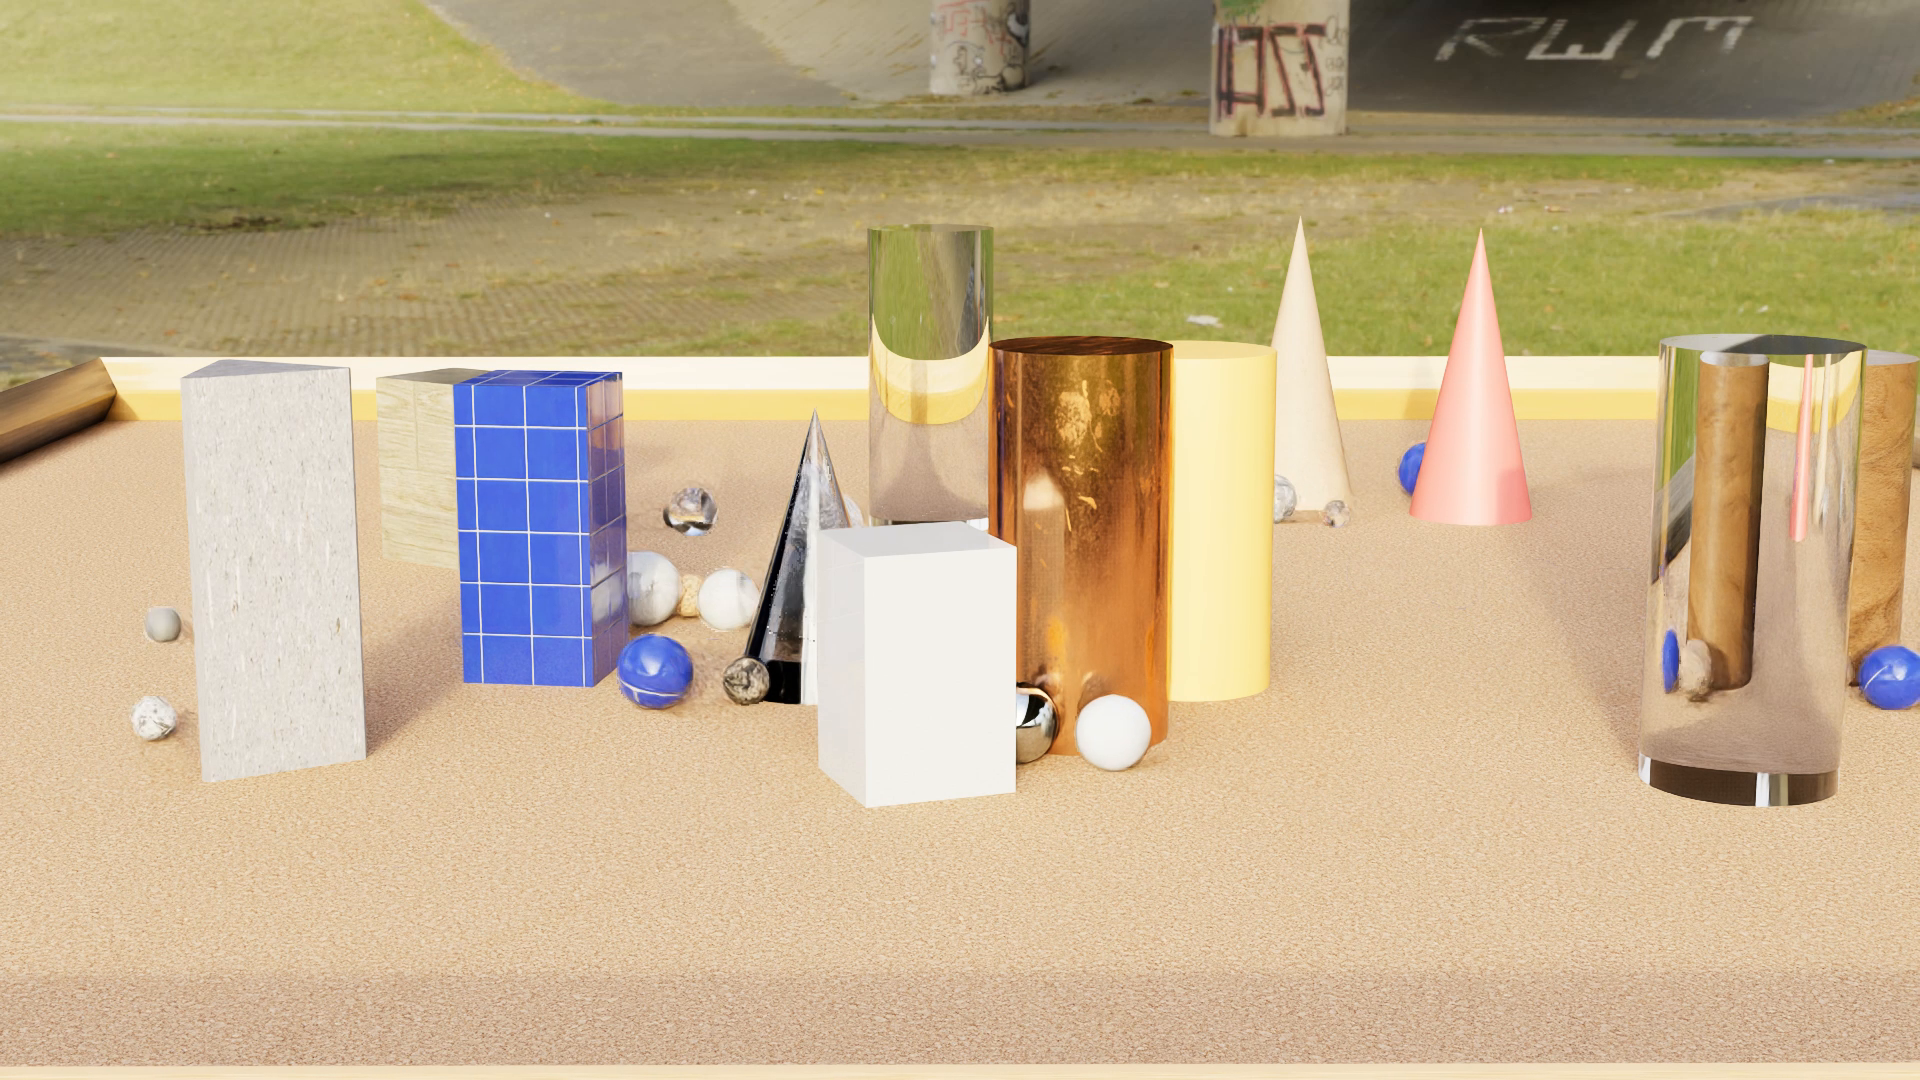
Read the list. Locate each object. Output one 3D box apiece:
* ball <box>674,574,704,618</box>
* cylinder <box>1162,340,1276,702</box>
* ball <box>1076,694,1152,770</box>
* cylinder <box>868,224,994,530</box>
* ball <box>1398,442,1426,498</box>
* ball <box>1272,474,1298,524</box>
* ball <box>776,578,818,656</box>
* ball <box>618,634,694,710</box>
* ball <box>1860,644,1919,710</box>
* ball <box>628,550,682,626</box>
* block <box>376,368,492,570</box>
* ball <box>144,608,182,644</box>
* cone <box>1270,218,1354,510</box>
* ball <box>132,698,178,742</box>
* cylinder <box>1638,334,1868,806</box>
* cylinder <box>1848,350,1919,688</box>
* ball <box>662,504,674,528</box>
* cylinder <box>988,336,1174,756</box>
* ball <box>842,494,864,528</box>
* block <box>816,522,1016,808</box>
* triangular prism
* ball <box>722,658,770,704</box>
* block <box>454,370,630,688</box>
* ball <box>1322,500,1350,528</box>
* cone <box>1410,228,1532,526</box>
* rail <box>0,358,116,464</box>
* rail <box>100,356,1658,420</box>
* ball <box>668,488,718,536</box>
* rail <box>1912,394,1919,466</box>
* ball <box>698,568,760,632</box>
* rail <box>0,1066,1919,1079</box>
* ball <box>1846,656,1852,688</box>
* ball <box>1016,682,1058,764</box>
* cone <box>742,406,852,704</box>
[{"bbox_3d":[-0.362,0.074,3.431,0.059,0.059,0.059,0,10,0],"label":"ball"},{"bbox_3d":[0.271,-0.027,3.040,0.200,0.399,0.200,0,10,0],"label":"cylinder"},{"bbox_3d":[0.160,0.201,2.685,0.079,0.079,0.079,0,10,0],"label":"ball"},{"bbox_3d":[-0.046,-0.258,4.083,0.200,0.475,0.200,0,10,0],"label":"cylinder"},{"bbox_3d":[0.791,-0.116,4.343,0.100,0.100,0.100,0,10,0],"label":"ball"},{"bbox_3d":[0.503,-0.067,4.134,0.079,0.079,0.079,0,10,0],"label":"ball"},{"bbox_3d":[-0.180,0.095,3.182,0.096,0.096,0.096,0,10,0],"label":"ball"},{"bbox_3d":[-0.349,0.151,2.940,0.085,0.085,0.085,0,10,0],"label":"ball"},{"bbox_3d":[1.069,0.157,2.935,0.075,0.075,0.075,0,10,0],"label":"ball"},{"bbox_3d":[-0.417,0.063,3.375,0.100,0.100,0.100,0,10,0],"label":"ball"},{"bbox_3d":[-0.753,-0.110,3.839,0.160,0.272,0.160,7,13,34],"label":"block"},{"bbox_3d":[-1.018,0.109,3.276,0.046,0.046,0.046,0,10,0],"label":"ball"},{"bbox_3d":[0.566,-0.304,4.311,0.200,0.481,0.200,0,10,0],"label":"cone"},{"bbox_3d":[-0.879,0.196,2.802,0.048,0.048,0.048,0,10,0],"label":"ball"},{"bbox_3d":[0.804,0.025,2.612,0.200,0.451,0.200,0,10,0],"label":"cylinder"},{"bbox_3d":[1.044,-0.032,3.109,0.200,0.384,0.200,0,10,0],"label":"cylinder"},{"bbox_3d":[-0.453,-0.039,4.088,0.042,0.042,0.042,0,10,0],"label":"ball"},{"bbox_3d":[0.130,0.002,2.802,0.200,0.430,0.200,0,10,0],"label":"cylinder"},{"bbox_3d":[-0.162,-0.017,3.120,0.089,0.089,0.089,0,10,0],"label":"ball"},{"bbox_3d":[-0.046,0.123,2.629,0.160,0.253,0.160,-4,11,-20],"label":"block"},{"bbox_3d":[-0.745,0.024,2.713,0.173,0.418,0.150,-7,12,-32],"label":"triangular prism"},{"bbox_3d":[-0.247,0.163,2.962,0.055,0.055,0.055,0,10,0],"label":"ball"},{"bbox_3d":[-0.503,-0.018,3.102,0.160,0.358,0.160,2,11,8],"label":"block"},{"bbox_3d":[0.600,-0.042,4.094,0.045,0.045,0.045,0,10,0],"label":"ball"},{"bbox_3d":[0.839,-0.273,4.174,0.200,0.470,0.200,0,10,0],"label":"cone"},{"bbox_3d":[-1.747,0.035,3.439,0.045,0.130,3.840,0,10,0],"label":"rail"},{"bbox_3d":[-0.011,-0.311,5.314,3.542,0.130,0.045,0,10,0],"label":"rail"},{"bbox_3d":[-0.418,-0.044,4.018,0.077,0.077,0.077,0,10,0],"label":"ball"},{"bbox_3d":[1.747,0.032,3.459,0.045,0.130,3.840,0,10,0],"label":"rail"},{"bbox_3d":[-0.302,0.078,3.343,0.081,0.081,0.081,0,10,0],"label":"ball"},{"bbox_3d":[0.011,0.378,1.584,3.542,0.130,0.045,0,10,0],"label":"rail"},{"bbox_3d":[0.995,0.150,2.974,0.075,0.075,0.075,0,10,0],"label":"ball"},{"bbox_3d":[0.060,0.193,2.710,0.087,0.087,0.087,0,10,0],"label":"ball"},{"bbox_3d":[-0.170,0.008,3.030,0.200,0.334,0.200,0,10,0],"label":"cone"}]
